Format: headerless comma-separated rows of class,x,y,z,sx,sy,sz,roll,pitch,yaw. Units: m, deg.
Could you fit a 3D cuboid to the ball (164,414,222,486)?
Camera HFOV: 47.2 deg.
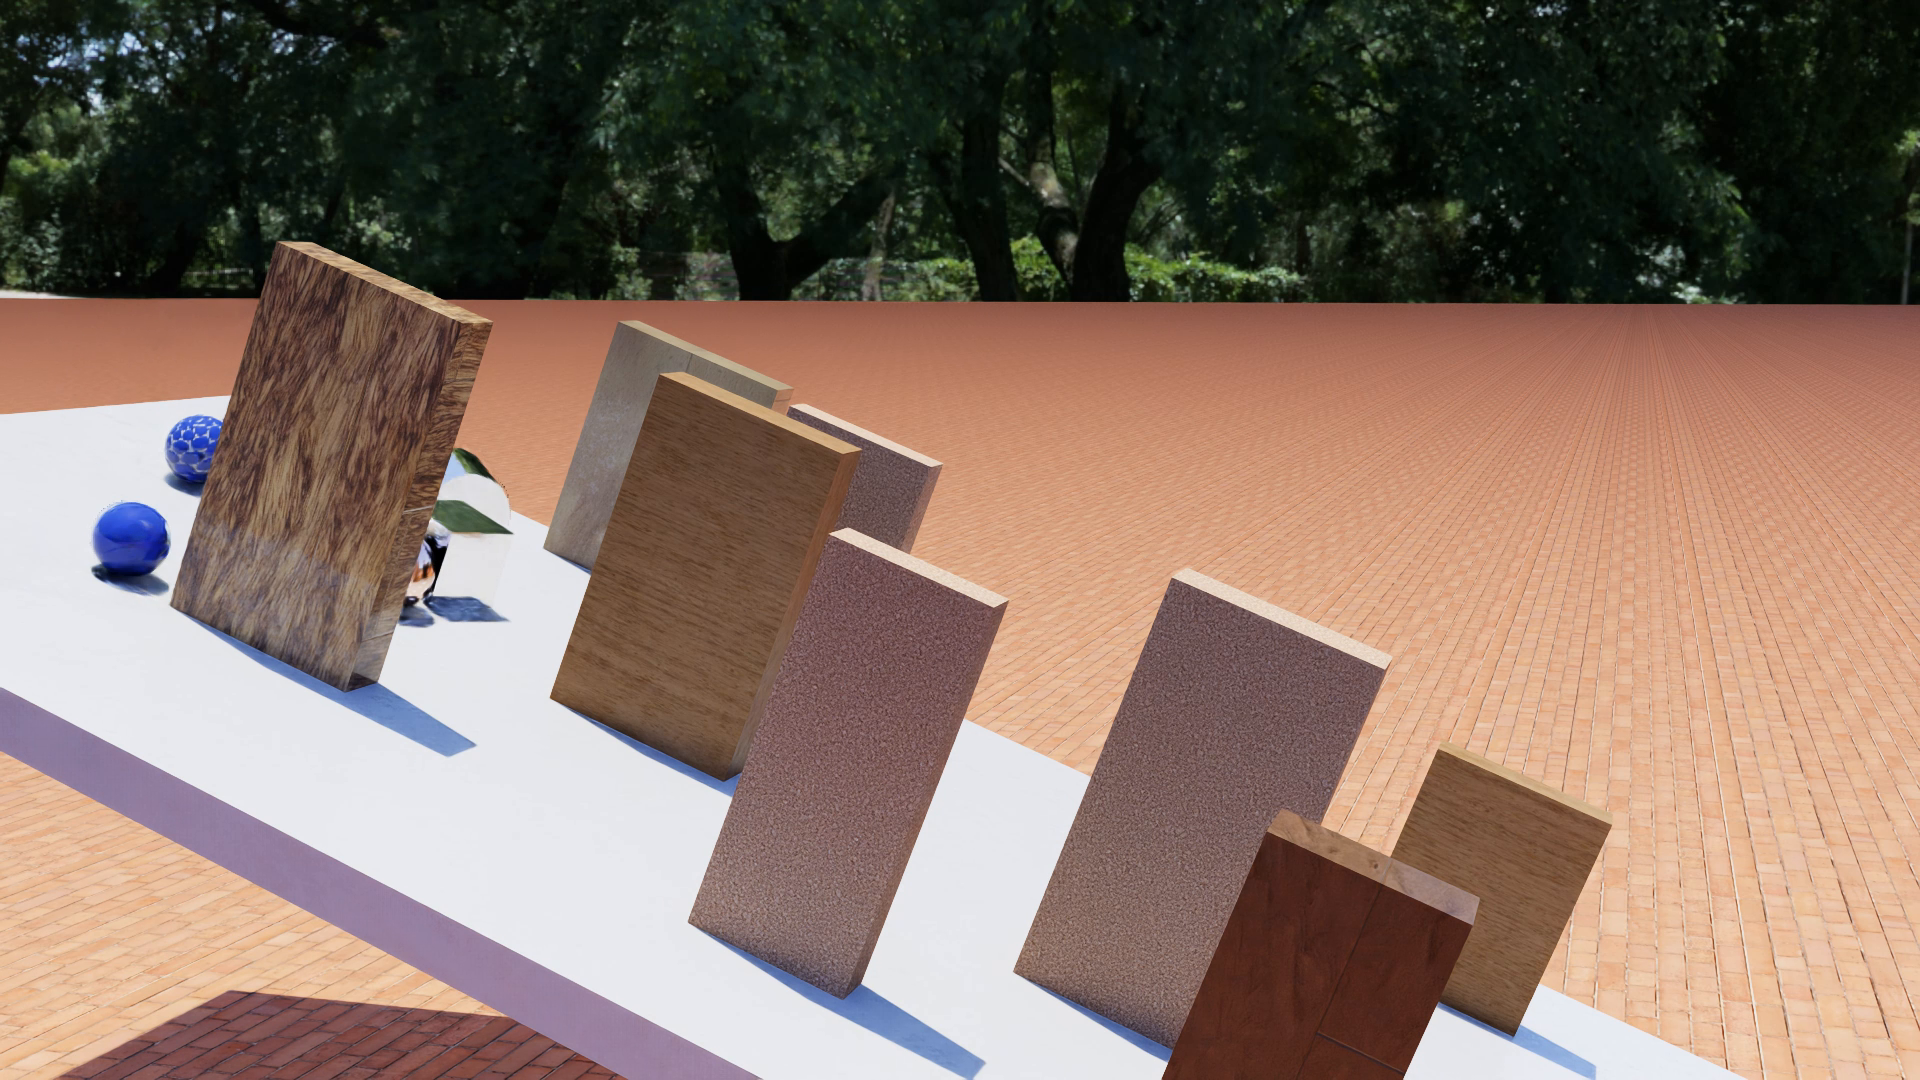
ball,-1.634,-0.194,4.735,0.151,0.151,0.151,0,7,0

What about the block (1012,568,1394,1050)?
block,0.412,0.476,3.777,0.382,0.759,0.128,24,13,13

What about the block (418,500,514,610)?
block,-1.082,0.030,4.624,0.174,0.174,0.174,29,15,32

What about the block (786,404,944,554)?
block,-0.303,0.079,4.570,0.326,0.646,0.083,24,13,13

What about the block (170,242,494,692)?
block,-1.141,-0.133,3.974,0.392,0.711,0.108,24,13,13

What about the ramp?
ramp,-0.317,0.570,4.201,4.000,0.100,2.000,24,13,13

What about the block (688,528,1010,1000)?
block,-0.182,0.356,3.496,0.287,0.689,0.088,24,13,13

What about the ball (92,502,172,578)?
ball,-1.542,-0.001,4.095,0.140,0.140,0.140,0,7,0

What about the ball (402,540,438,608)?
ball,-1.138,0.059,4.448,0.159,0.159,0.159,0,7,0

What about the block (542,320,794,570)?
block,-0.687,-0.166,5.151,0.424,0.576,0.102,24,13,13

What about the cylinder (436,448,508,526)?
cylinder,-1.143,-0.093,5.006,0.186,0.186,0.186,-3,23,-27

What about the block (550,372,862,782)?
block,-0.493,0.069,4.228,0.394,0.681,0.108,24,13,13

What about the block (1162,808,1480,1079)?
block,0.477,0.733,3.151,0.303,0.607,0.139,24,13,13

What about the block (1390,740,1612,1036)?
block,1.053,0.705,4.471,0.365,0.483,0.095,24,13,13
